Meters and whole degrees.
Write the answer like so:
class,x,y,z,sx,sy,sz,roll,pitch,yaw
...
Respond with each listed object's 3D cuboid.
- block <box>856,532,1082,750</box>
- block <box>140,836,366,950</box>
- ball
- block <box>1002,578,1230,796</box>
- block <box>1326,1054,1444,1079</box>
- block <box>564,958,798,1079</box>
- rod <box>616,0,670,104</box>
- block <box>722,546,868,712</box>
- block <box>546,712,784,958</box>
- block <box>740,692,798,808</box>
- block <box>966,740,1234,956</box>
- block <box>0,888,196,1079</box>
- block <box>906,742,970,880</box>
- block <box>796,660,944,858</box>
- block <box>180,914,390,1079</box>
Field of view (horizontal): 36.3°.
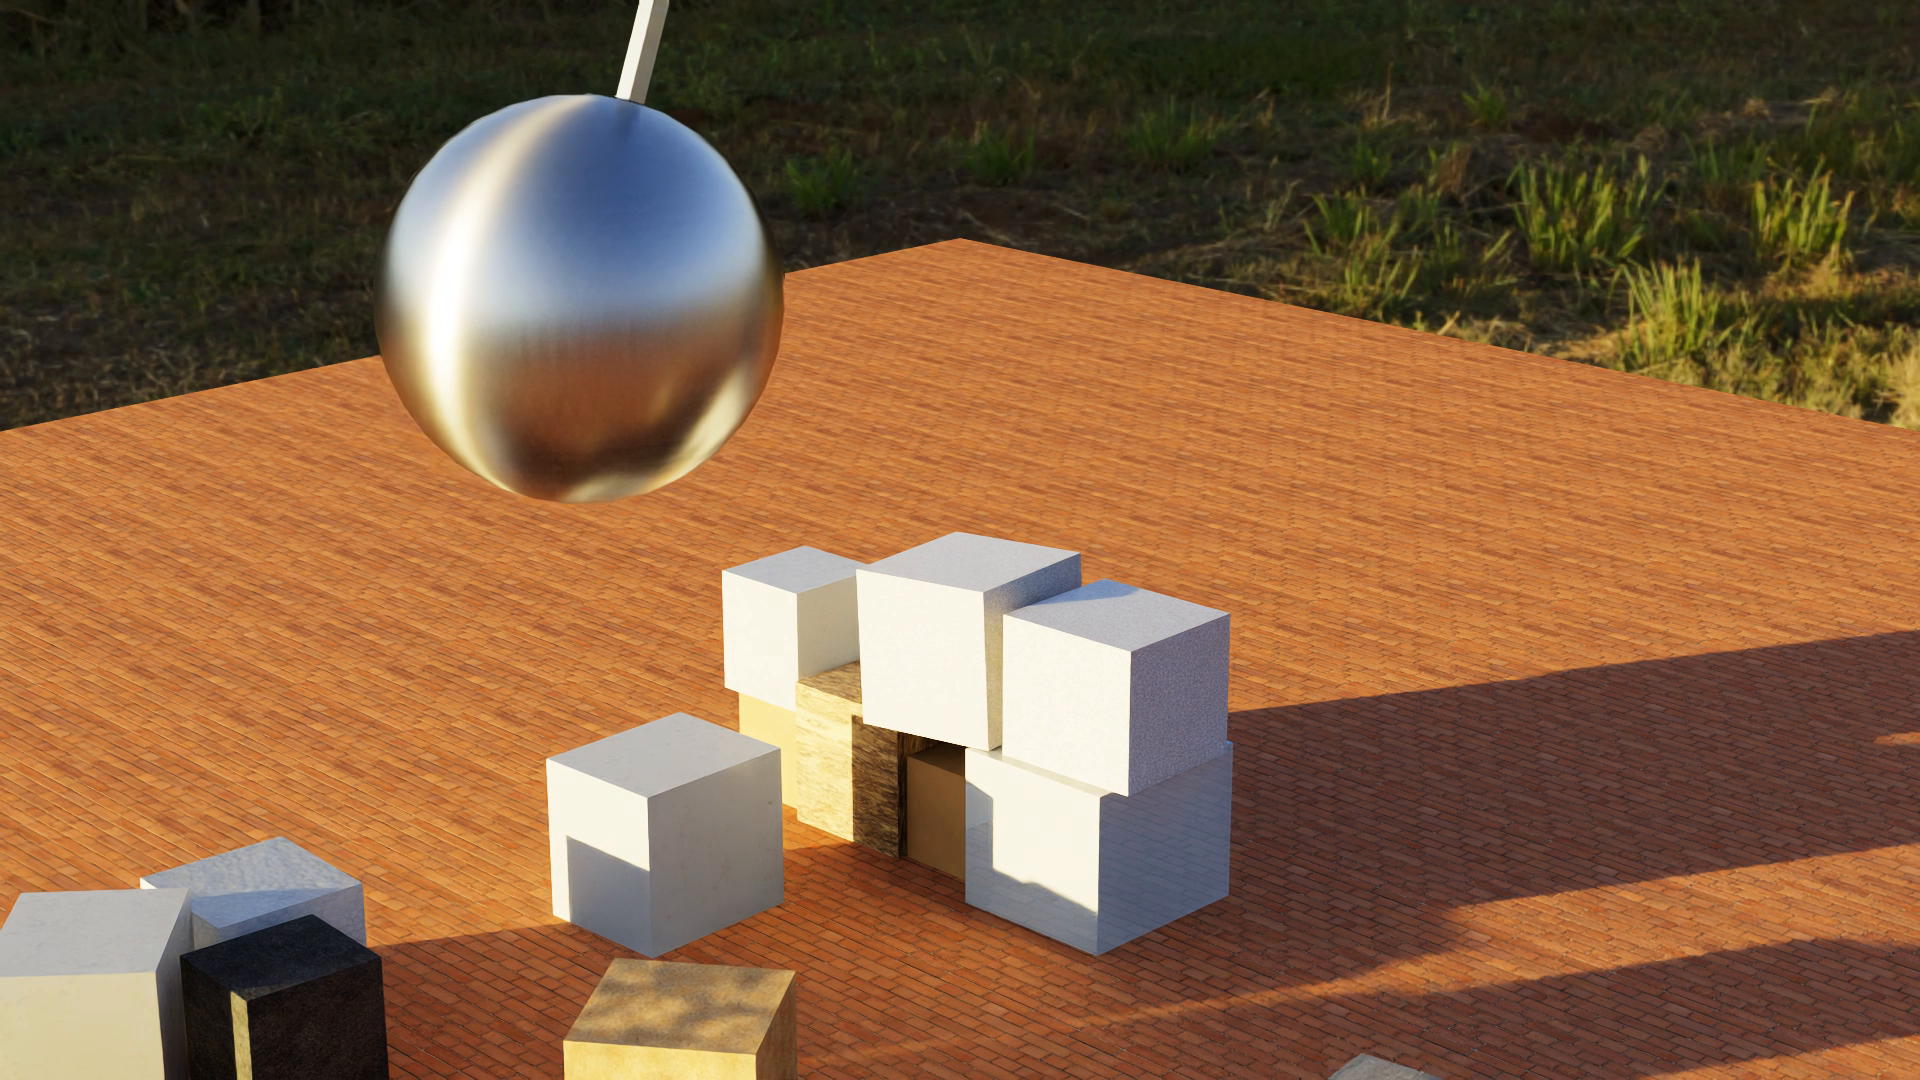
class,x,y,z,sx,sy,sz,roll,pitch,yaw
block,0.054,0.445,13.300,0.710,0.728,0.736,10,19,36
block,-2.905,1.666,12.101,0.652,0.566,0.656,-15,23,-40
ball,-1.487,-0.940,11.487,1.600,1.600,1.600,0,17,0
block,0.680,0.630,12.794,0.712,0.650,0.681,15,23,40
block,1.504,2.244,10.236,0.589,0.580,0.589,13,21,35
block,-1.017,2.015,10.844,0.702,0.653,0.689,3,18,8
rod,-0.644,-4.230,11.337,0.080,5.200,0.080,17,3,42
block,-0.769,0.428,14.266,0.522,0.601,0.551,16,23,41
block,-1.299,1.292,12.992,0.661,0.744,0.786,15,23,40
block,-0.721,0.968,14.405,0.501,0.515,0.513,16,24,42
block,0.619,1.263,13.093,0.793,0.738,0.888,16,24,42
block,-3.365,1.830,11.390,0.658,0.678,0.771,-1,18,-5
block,0.142,1.232,13.585,0.556,0.504,0.538,-17,24,-42
block,-0.309,1.006,13.968,0.677,0.706,0.655,16,23,41
block,-2.629,1.879,11.425,0.578,0.564,0.530,-15,23,-39
